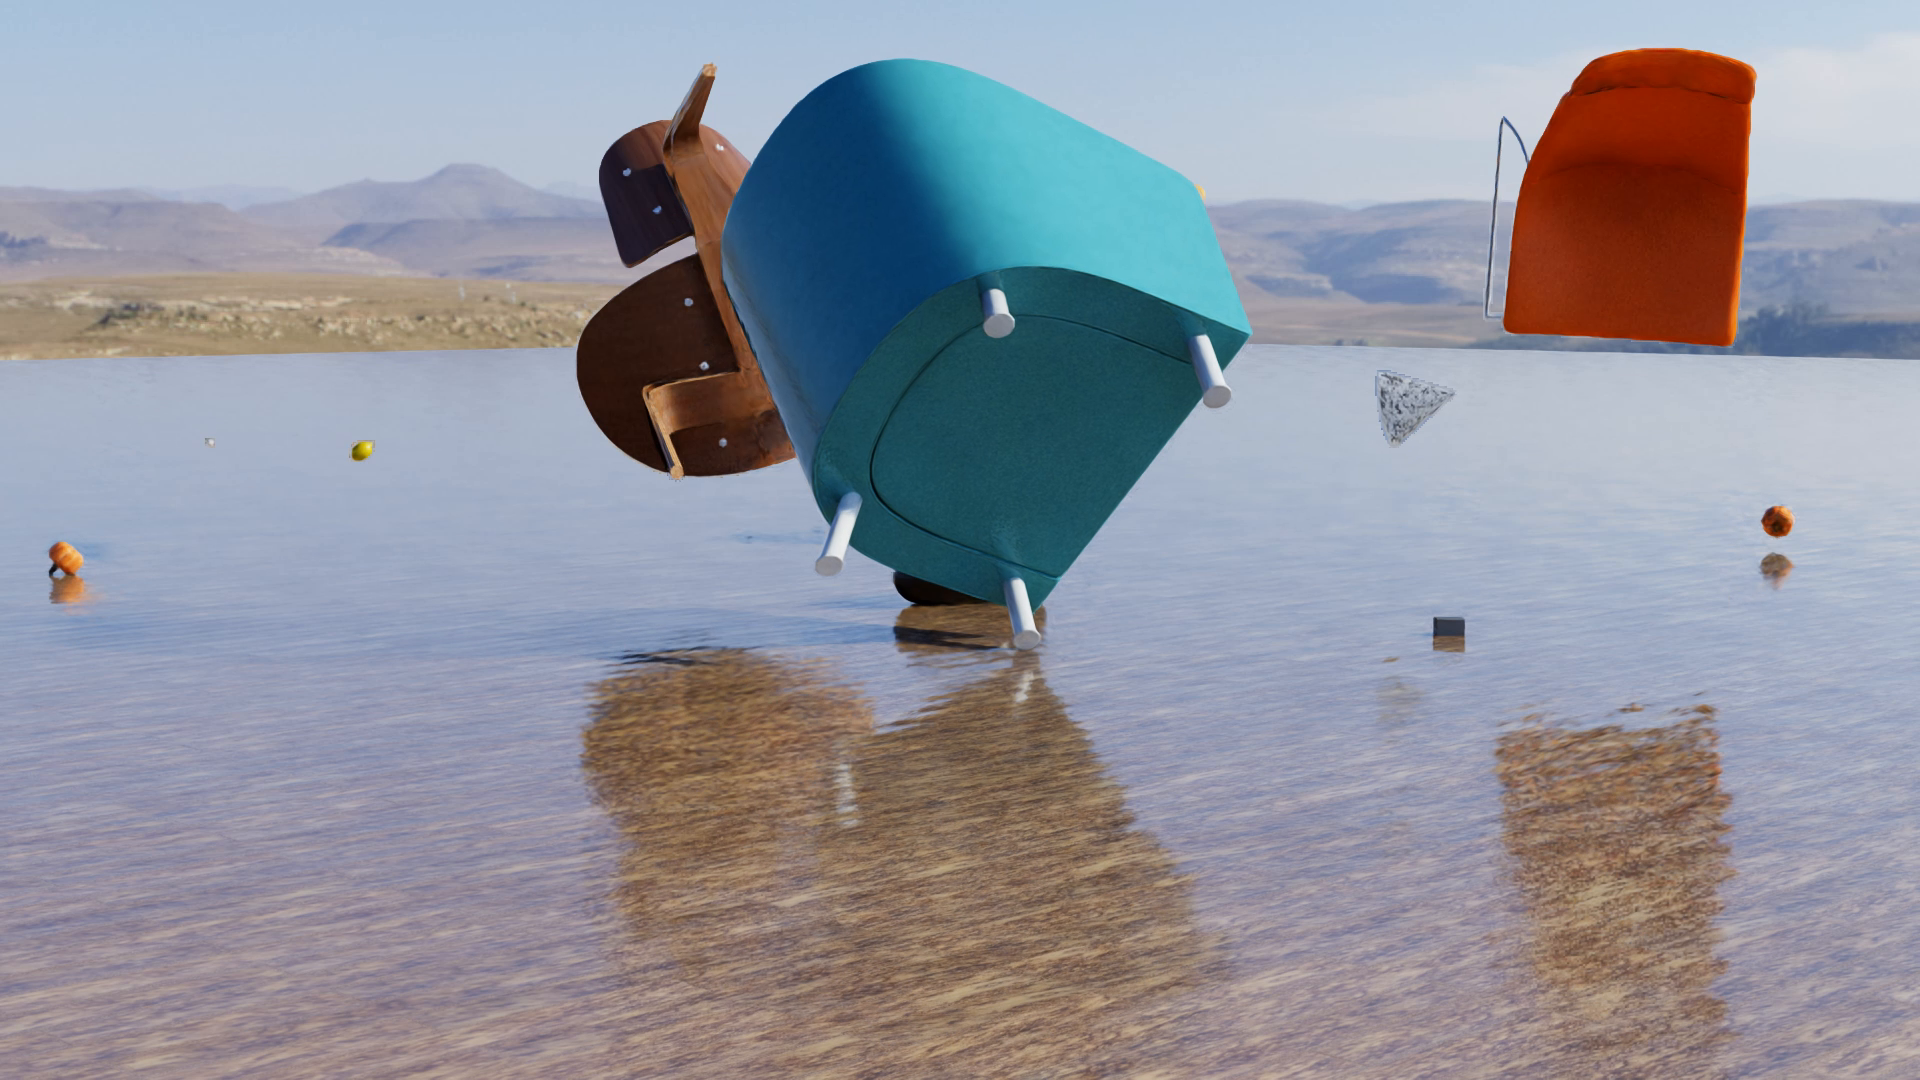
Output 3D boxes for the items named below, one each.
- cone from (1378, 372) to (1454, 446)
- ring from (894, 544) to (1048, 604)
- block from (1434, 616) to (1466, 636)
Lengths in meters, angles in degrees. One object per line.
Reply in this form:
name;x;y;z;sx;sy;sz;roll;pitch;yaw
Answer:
cone;1.076;-0.325;5.983;0.165;0.193;0.140;-14;-32;24
ring;0.024;0.069;5.224;0.364;0.108;0.165;-3;7;-34
block;0.901;0.159;4.723;0.050;0.030;0.041;0;6;1
